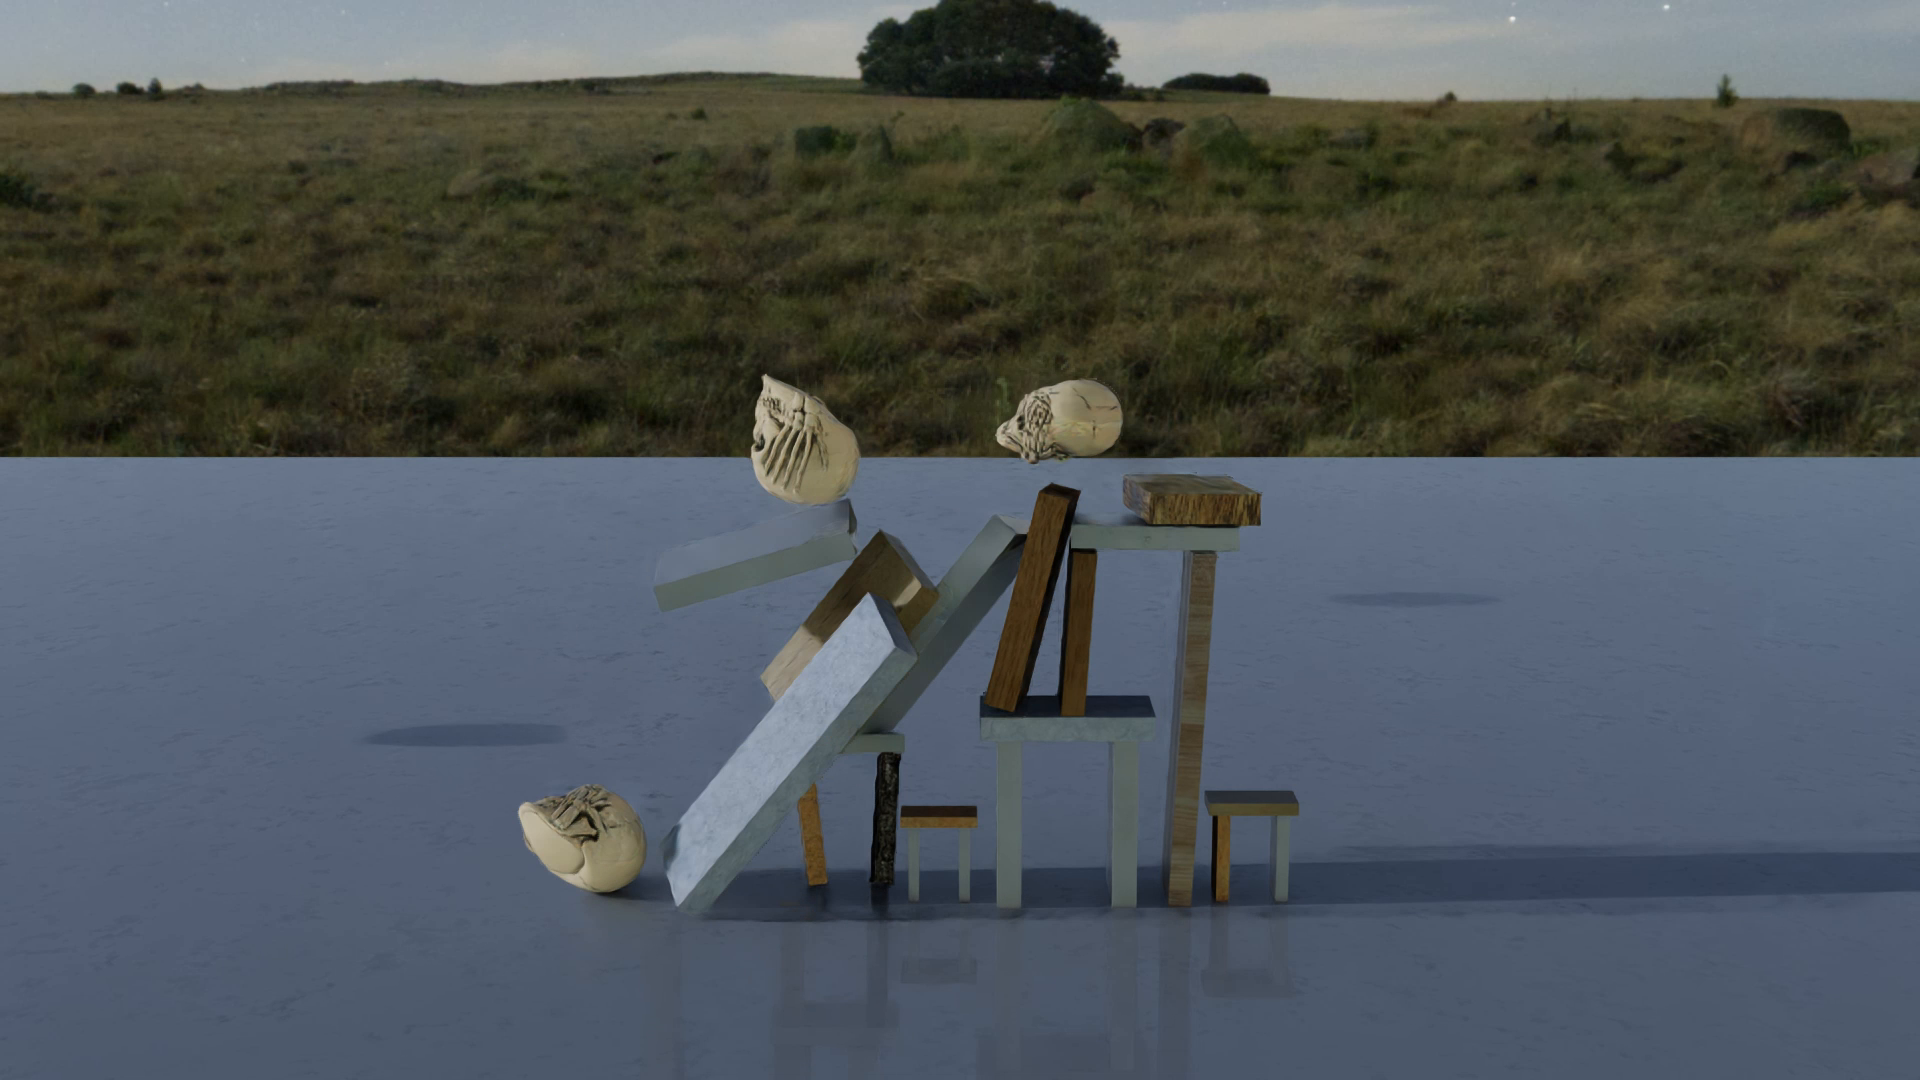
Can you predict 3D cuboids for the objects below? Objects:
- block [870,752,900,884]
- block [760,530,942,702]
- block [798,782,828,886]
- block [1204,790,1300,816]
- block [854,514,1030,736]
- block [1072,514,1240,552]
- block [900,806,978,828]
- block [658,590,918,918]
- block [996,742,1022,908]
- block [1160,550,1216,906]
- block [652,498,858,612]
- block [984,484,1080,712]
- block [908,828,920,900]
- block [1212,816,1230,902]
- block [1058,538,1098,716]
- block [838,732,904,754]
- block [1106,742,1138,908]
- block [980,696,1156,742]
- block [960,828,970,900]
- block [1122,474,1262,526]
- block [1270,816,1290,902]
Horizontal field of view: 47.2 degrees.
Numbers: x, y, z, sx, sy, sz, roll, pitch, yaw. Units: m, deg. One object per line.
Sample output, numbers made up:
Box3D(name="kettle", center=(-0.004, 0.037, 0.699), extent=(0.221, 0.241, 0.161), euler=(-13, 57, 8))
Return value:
Box3D(name="block", center=(-0.126, 0.466, 3.683), extent=(0.030, 0.213, 0.107), euler=(4, -9, -6))
Box3D(name="block", center=(-0.184, 0.160, 3.633), extent=(0.047, 0.329, 0.165), euler=(28, 16, -43))
Box3D(name="block", center=(-0.254, 0.466, 3.695), extent=(0.030, 0.213, 0.107), euler=(-7, -2, -7))
Box3D(name="block", center=(0.482, 0.435, 3.641), extent=(0.147, 0.021, 0.073), euler=(0, 11, 0))
Box3D(name="block", center=(-0.032, 0.144, 3.685), extent=(0.050, 0.433, 0.177), euler=(41, 10, 16))
Box3D(name="block", center=(0.316, -0.012, 3.561), extent=(0.266, 0.038, 0.133), euler=(1, 8, 5))
Box3D(name="block", center=(-0.035, 0.458, 3.641), extent=(0.126, 0.018, 0.063), euler=(0, 11, 0))
Box3D(name="block", center=(-0.283, 0.346, 3.538), extent=(0.047, 0.573, 0.165), euler=(31, 17, -32))
Box3D(name="block", center=(0.080, 0.451, 3.643), extent=(0.040, 0.283, 0.141), euler=(0, 11, 0))
Box3D(name="block", center=(0.375, 0.299, 3.618), extent=(0.038, 0.589, 0.133), euler=(3, 10, -1))
Box3D(name="block", center=(-0.333, 0.024, 3.611), extent=(0.329, 0.047, 0.165), euler=(-16, 20, 3))
Box3D(name="block", center=(0.119, 0.091, 3.590), extent=(0.050, 0.354, 0.177), euler=(15, 8, 7))
Box3D(name="block", center=(-0.077, 0.529, 3.654), extent=(0.018, 0.126, 0.063), euler=(0, 11, 0))
Box3D(name="block", center=(0.433, 0.518, 3.656), extent=(0.021, 0.147, 0.073), euler=(0, 11, 0))
Box3D(name="block", center=(0.191, 0.140, 3.588), extent=(0.038, 0.266, 0.133), euler=(4, 11, -1))
Box3D(name="block", center=(-0.204, 0.342, 3.699), extent=(0.213, 0.030, 0.107), euler=(-1, -3, -6))
Box3D(name="block", center=(0.269, 0.451, 3.643), extent=(0.040, 0.283, 0.141), euler=(0, 11, 0))
Box3D(name="block", center=(0.175, 0.292, 3.614), extent=(0.283, 0.040, 0.141), euler=(0, 11, 0))
Box3D(name="block", center=(0.007, 0.529, 3.654), extent=(0.018, 0.126, 0.063), euler=(0, 11, 0))
Box3D(name="block", center=(0.380, -0.068, 3.652), extent=(0.177, 0.050, 0.354), euler=(0, 6, -3))
Box3D(name="block", center=(0.531, 0.518, 3.656), extent=(0.021, 0.147, 0.073), euler=(0, 11, 0))
